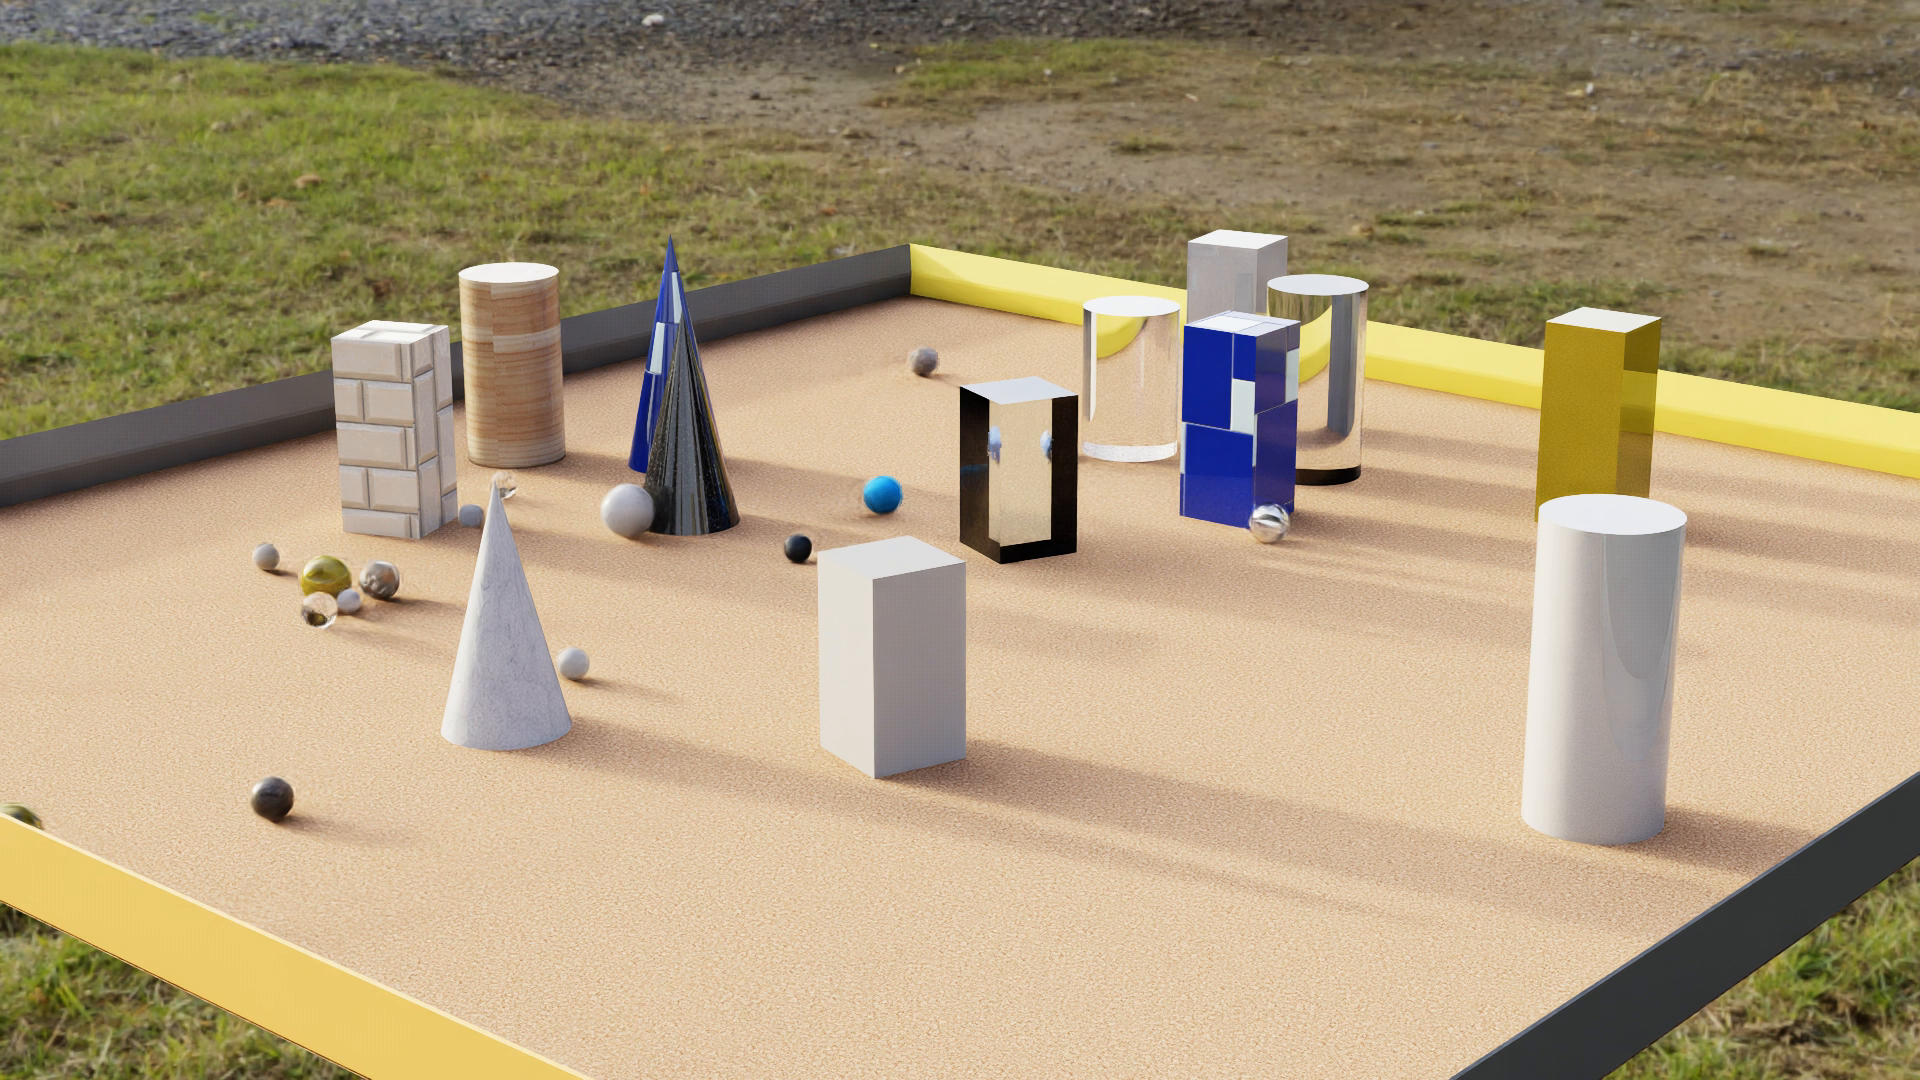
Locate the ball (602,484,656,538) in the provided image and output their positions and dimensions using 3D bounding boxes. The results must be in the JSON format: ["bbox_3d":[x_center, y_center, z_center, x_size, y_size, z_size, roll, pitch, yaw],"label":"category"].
[{"bbox_3d":[-0.618,-0.054,5.463,0.099,0.099,0.099,0,17,0],"label":"ball"}]

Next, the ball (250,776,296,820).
[{"bbox_3d":[-0.971,0.364,4.140,0.062,0.062,0.062,0,17,0],"label":"ball"}]

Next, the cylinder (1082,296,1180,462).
[{"bbox_3d":[0.351,-0.333,6.035,0.199,0.303,0.199,0,17,0],"label":"cylinder"}]

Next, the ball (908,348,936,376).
[{"bbox_3d":[-0.085,-0.408,6.697,0.064,0.064,0.064,0,17,0],"label":"ball"}]

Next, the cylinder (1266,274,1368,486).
[{"bbox_3d":[0.707,-0.320,5.850,0.199,0.385,0.199,0,17,0],"label":"cylinder"}]

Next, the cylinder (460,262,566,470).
[{"bbox_3d":[-0.910,-0.356,5.969,0.199,0.385,0.199,0,17,0],"label":"cylinder"}]

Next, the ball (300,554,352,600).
[{"bbox_3d":[-1.096,0.070,5.066,0.089,0.089,0.089,0,17,0],"label":"ball"}]

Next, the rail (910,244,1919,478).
[{"bbox_3d":[1.185,-0.361,6.427,3.520,0.129,0.045,14,22,39],"label":"rail"}]

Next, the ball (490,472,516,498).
[{"bbox_3d":[-0.891,-0.108,5.722,0.052,0.052,0.052,0,17,0],"label":"ball"}]

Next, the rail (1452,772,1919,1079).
[{"bbox_3d":[1.311,0.361,4.030,0.045,0.129,3.663,14,22,39],"label":"rail"}]

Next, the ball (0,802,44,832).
[{"bbox_3d":[-1.289,0.399,3.982,0.085,0.085,0.085,0,17,0],"label":"ball"}]

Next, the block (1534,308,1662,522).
[{"bbox_3d":[1.202,-0.225,5.529,0.159,0.389,0.159,12,21,35],"label":"block"}]

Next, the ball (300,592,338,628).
[{"bbox_3d":[-1.083,0.119,4.955,0.061,0.061,0.061,0,17,0],"label":"ball"}]

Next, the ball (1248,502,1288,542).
[{"bbox_3d":[0.572,-0.033,5.434,0.075,0.075,0.075,0,17,0],"label":"ball"}]

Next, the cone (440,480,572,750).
[{"bbox_3d":[-0.696,0.097,4.444,0.199,0.397,0.199,0,17,0],"label":"cone"}]

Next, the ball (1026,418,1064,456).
[{"bbox_3d":[0.173,-0.211,6.020,0.078,0.078,0.078,0,17,0],"label":"ball"}]

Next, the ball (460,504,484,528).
[{"bbox_3d":[-0.920,-0.045,5.528,0.045,0.045,0.045,0,17,0],"label":"ball"}]

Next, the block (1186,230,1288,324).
[{"bbox_3d":[0.588,-0.447,6.252,0.159,0.395,0.159,9,19,28],"label":"block"}]

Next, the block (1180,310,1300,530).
[{"bbox_3d":[0.531,-0.230,5.571,0.159,0.373,0.159,12,21,35],"label":"block"}]

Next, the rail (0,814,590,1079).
[{"bbox_3d":[-1.185,0.426,3.813,3.520,0.129,0.045,14,22,39],"label":"rail"}]

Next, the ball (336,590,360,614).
[{"bbox_3d":[-1.049,0.106,5.033,0.041,0.041,0.041,0,17,0],"label":"ball"}]

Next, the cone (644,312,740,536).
[{"bbox_3d":[-0.518,-0.233,5.519,0.199,0.410,0.199,0,17,0],"label":"cone"}]

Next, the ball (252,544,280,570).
[{"bbox_3d":[-1.246,0.032,5.269,0.047,0.047,0.047,0,17,0],"label":"ball"}]

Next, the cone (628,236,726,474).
[{"bbox_3d":[-0.577,-0.385,5.909,0.199,0.475,0.199,0,17,0],"label":"cone"}]

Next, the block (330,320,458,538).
[{"bbox_3d":[-1.059,-0.209,5.503,0.159,0.372,0.159,5,18,17],"label":"block"}]

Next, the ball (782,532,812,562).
[{"bbox_3d":[-0.295,0.013,5.318,0.053,0.053,0.053,0,17,0],"label":"ball"}]

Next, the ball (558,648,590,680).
[{"bbox_3d":[-0.620,0.198,4.707,0.052,0.052,0.052,0,17,0],"label":"ball"}]

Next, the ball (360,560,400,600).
[{"bbox_3d":[-1.010,0.069,5.105,0.069,0.069,0.069,0,17,0],"label":"ball"}]

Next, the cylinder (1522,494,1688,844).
[{"bbox_3d":[0.895,0.179,4.086,0.199,0.448,0.199,0,17,0],"label":"cylinder"}]

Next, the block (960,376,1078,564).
[{"bbox_3d":[0.107,-0.129,5.368,0.159,0.298,0.159,-8,19,-26],"label":"block"}]

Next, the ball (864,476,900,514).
[{"bbox_3d":[-0.150,-0.086,5.615,0.072,0.072,0.072,0,17,0],"label":"ball"}]

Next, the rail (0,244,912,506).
[{"bbox_3d":[-1.311,-0.296,6.210,0.045,0.129,3.663,14,22,39],"label":"rail"}]

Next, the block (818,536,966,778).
[{"bbox_3d":[-0.101,0.171,4.355,0.159,0.306,0.159,-10,20,-31],"label":"block"}]
